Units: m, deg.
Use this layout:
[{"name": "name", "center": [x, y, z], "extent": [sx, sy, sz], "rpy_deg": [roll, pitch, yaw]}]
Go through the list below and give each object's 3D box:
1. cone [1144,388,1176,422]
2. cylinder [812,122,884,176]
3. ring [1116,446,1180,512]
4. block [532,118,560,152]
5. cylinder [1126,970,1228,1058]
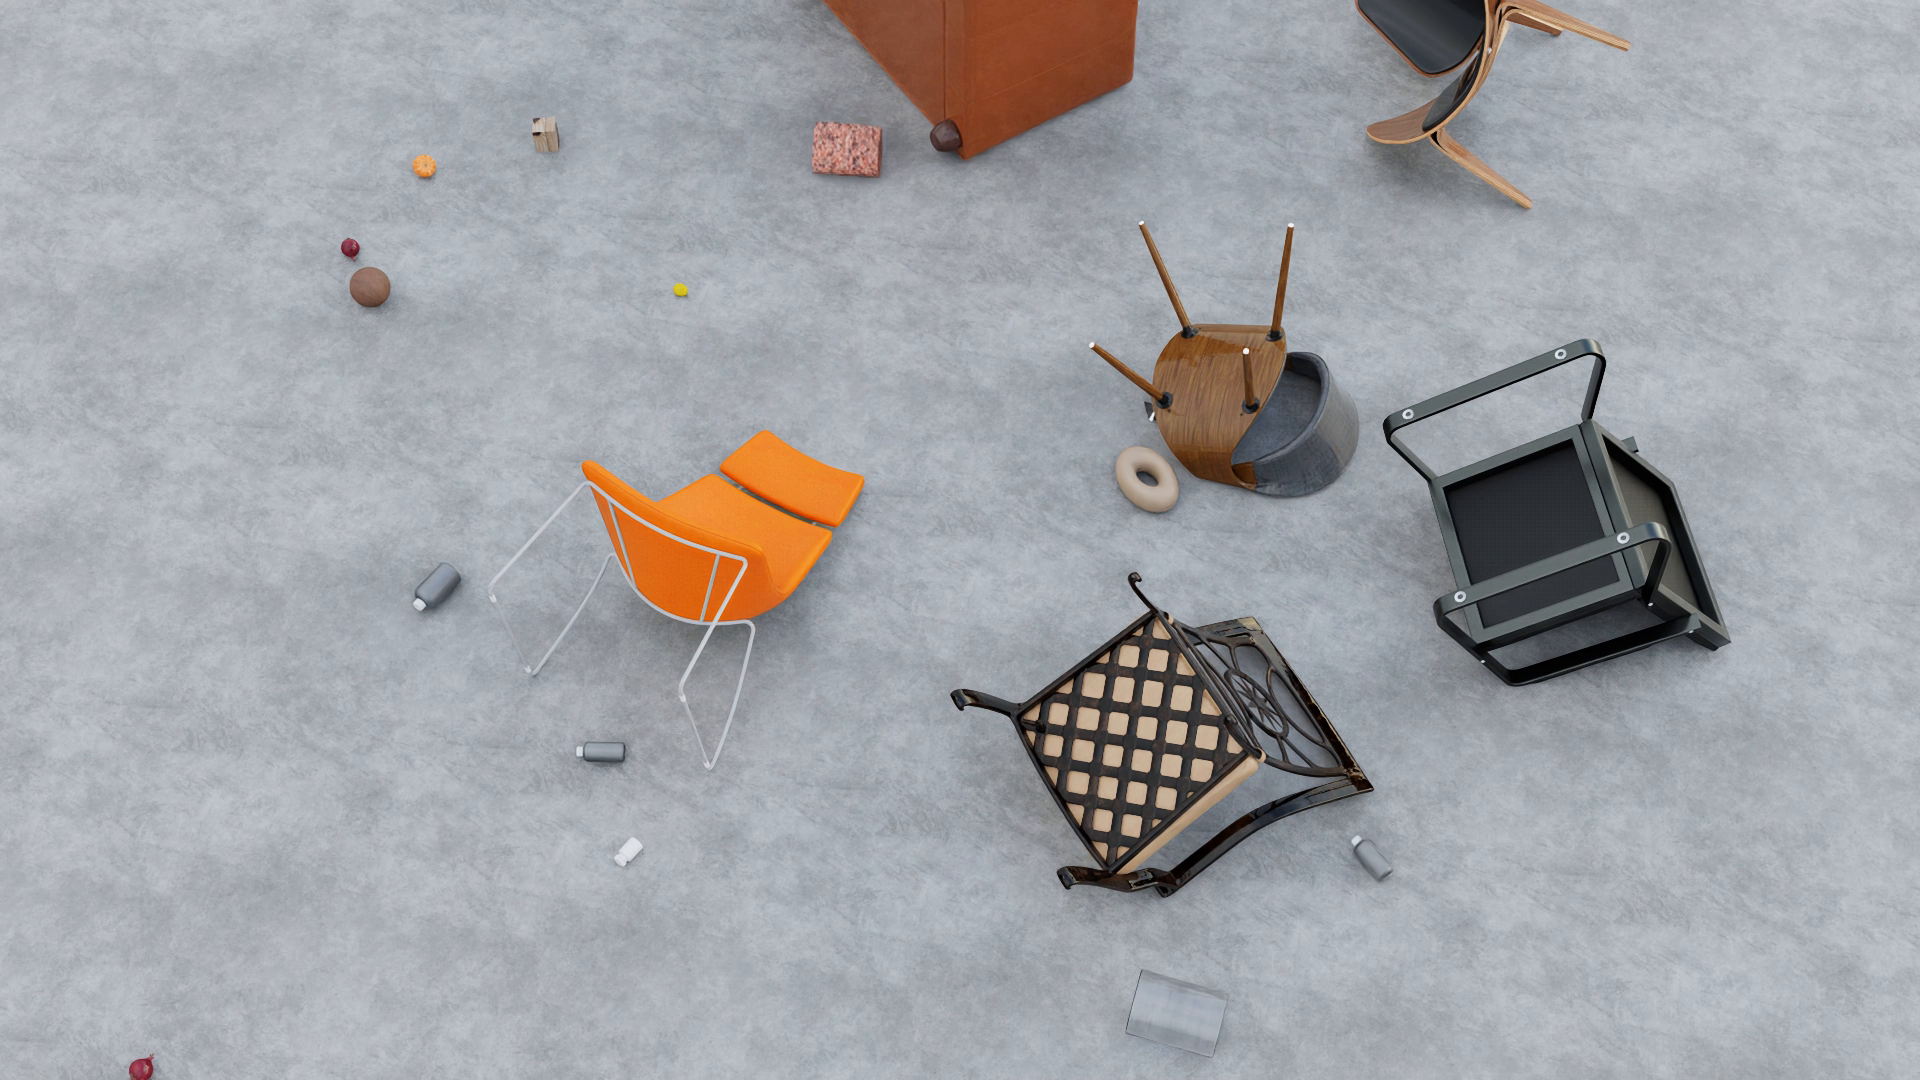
[{"name": "cone", "center": [0.633, -0.418, 6.840], "extent": [0.099, 0.050, 0.130], "rpy_deg": [0, 52, -17]}, {"name": "cylinder", "center": [-0.375, -1.311, 7.365], "extent": [0.218, 0.136, 0.167], "rpy_deg": [5, 92, 3]}, {"name": "ring", "center": [0.566, -0.184, 6.647], "extent": [0.170, 0.087, 0.242], "rpy_deg": [-25, 60, -18]}, {"name": "block", "center": [-1.400, -1.370, 7.436], "extent": [0.075, 0.095, 0.066], "rpy_deg": [-3, 56, -2]}, {"name": "cylinder", "center": [0.558, 1.217, 5.651], "extent": [0.230, 0.178, 0.169], "rpy_deg": [14, 58, 9]}]
